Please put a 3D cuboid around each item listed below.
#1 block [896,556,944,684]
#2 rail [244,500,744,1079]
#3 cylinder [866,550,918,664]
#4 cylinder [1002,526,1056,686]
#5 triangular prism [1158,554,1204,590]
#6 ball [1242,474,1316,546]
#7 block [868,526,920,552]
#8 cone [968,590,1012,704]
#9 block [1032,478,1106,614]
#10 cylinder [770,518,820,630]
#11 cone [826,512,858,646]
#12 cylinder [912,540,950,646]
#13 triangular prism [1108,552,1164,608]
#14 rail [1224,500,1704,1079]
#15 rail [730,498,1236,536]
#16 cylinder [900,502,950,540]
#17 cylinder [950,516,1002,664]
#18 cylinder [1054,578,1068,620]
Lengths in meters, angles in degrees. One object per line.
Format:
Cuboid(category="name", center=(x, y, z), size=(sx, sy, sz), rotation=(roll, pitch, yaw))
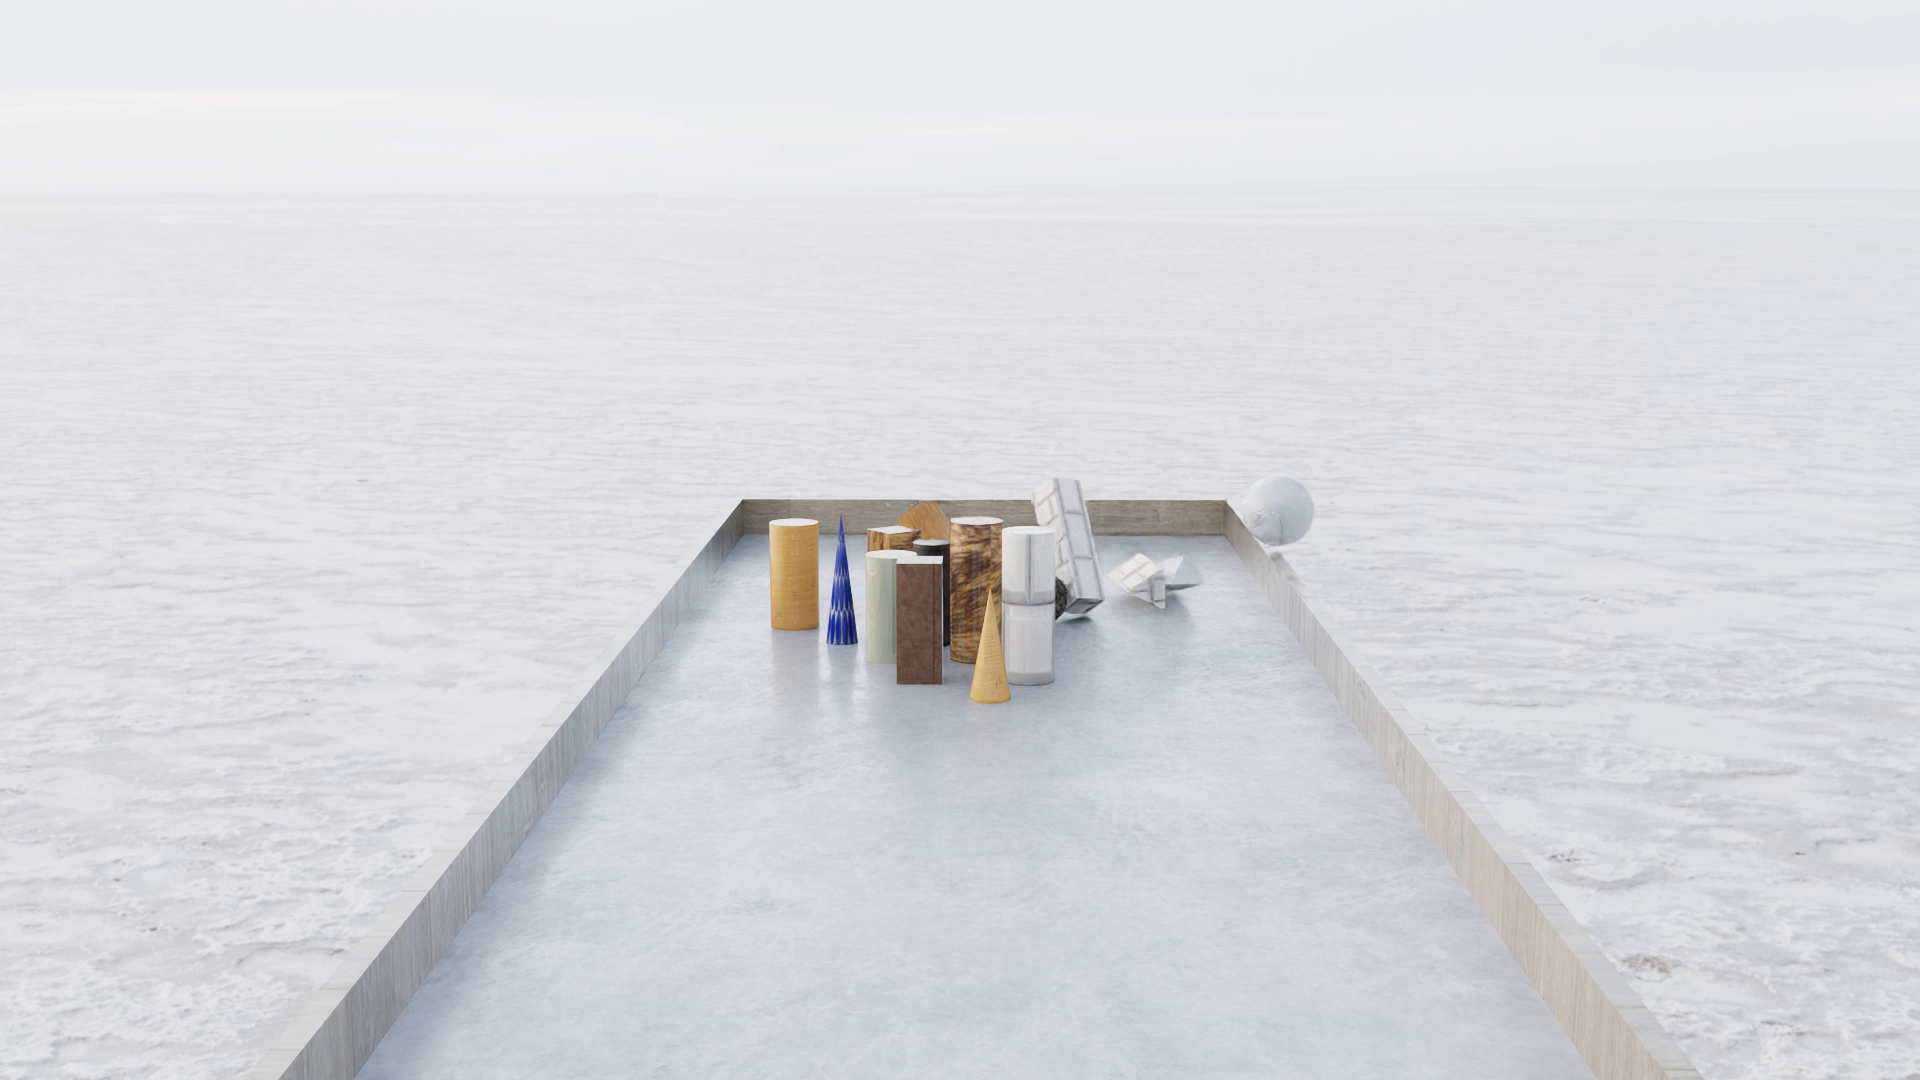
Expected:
Cuboid(category="block", center=(-0.116, 0.233, 6.405), size=(0.131, 0.355, 0.131), rotation=(0, 9, 1))
Cuboid(category="rail", center=(-1.004, 0.839, 3.234), size=(0.050, 0.150, 12.000), rotation=(0, 9, 1))
Cuboid(category="cylinder", center=(-0.209, 0.203, 6.697), size=(0.157, 0.323, 0.157), rotation=(0, 9, 0))
Cuboid(category="cylinder", center=(0.199, 0.191, 6.389), size=(0.155, 0.444, 0.155), rotation=(0, 9, 0))
Cuboid(category="triangular prism", center=(0.742, 0.115, 7.690), size=(0.116, 0.101, 0.331), rotation=(-2, -5, -12))
Cuboid(category="ball", center=(1.133, -0.106, 7.817), size=(0.258, 0.258, 0.258), rotation=(0, 9, 0))
Cuboid(category="block", center=(-0.217, 0.123, 7.223), size=(0.125, 0.317, 0.125), rotation=(-7, 11, -37))
Cuboid(category="cone", center=(0.084, 0.289, 6.162), size=(0.119, 0.320, 0.119), rotation=(0, 9, 0))
Cuboid(category="block", center=(0.367, 0.019, 7.436), size=(0.123, 0.446, 0.123), rotation=(4, -27, -32))
Cuboid(category="cylinder", center=(-0.541, 0.112, 7.199), size=(0.161, 0.345, 0.161), rotation=(0, 9, 0))
Cuboid(category="cone", center=(-0.374, 0.116, 6.938), size=(0.102, 0.418, 0.102), rotation=(0, 9, 0))
Cuboid(category="cylinder", center=(-0.088, 0.167, 6.919), size=(0.120, 0.324, 0.120), rotation=(0, 9, 0))
Cuboid(category="triangular prism", center=(0.638, 0.125, 7.666), size=(0.140, 0.121, 0.342), rotation=(26, 4, -12))
Cuboid(category="rail", center=(1.046, 0.843, 3.208), size=(0.050, 0.150, 12.000), rotation=(0, 9, 1))
Cuboid(category="rail", center=(0.099, -0.098, 9.147), size=(2.100, 0.150, 0.050), rotation=(0, 9, 1))
Cuboid(category="cylinder", center=(-0.044, 0.070, 7.340), size=(0.150, 0.150, 0.402), rotation=(-8, 55, -40))
Cuboid(category="cylinder", center=(0.050, 0.152, 6.688), size=(0.160, 0.427, 0.160), rotation=(0, 9, 0))
Cuboid(category="cylinder", center=(0.214, 0.177, 7.397), size=(0.156, 0.156, 0.300), rotation=(-5, 11, -31))
